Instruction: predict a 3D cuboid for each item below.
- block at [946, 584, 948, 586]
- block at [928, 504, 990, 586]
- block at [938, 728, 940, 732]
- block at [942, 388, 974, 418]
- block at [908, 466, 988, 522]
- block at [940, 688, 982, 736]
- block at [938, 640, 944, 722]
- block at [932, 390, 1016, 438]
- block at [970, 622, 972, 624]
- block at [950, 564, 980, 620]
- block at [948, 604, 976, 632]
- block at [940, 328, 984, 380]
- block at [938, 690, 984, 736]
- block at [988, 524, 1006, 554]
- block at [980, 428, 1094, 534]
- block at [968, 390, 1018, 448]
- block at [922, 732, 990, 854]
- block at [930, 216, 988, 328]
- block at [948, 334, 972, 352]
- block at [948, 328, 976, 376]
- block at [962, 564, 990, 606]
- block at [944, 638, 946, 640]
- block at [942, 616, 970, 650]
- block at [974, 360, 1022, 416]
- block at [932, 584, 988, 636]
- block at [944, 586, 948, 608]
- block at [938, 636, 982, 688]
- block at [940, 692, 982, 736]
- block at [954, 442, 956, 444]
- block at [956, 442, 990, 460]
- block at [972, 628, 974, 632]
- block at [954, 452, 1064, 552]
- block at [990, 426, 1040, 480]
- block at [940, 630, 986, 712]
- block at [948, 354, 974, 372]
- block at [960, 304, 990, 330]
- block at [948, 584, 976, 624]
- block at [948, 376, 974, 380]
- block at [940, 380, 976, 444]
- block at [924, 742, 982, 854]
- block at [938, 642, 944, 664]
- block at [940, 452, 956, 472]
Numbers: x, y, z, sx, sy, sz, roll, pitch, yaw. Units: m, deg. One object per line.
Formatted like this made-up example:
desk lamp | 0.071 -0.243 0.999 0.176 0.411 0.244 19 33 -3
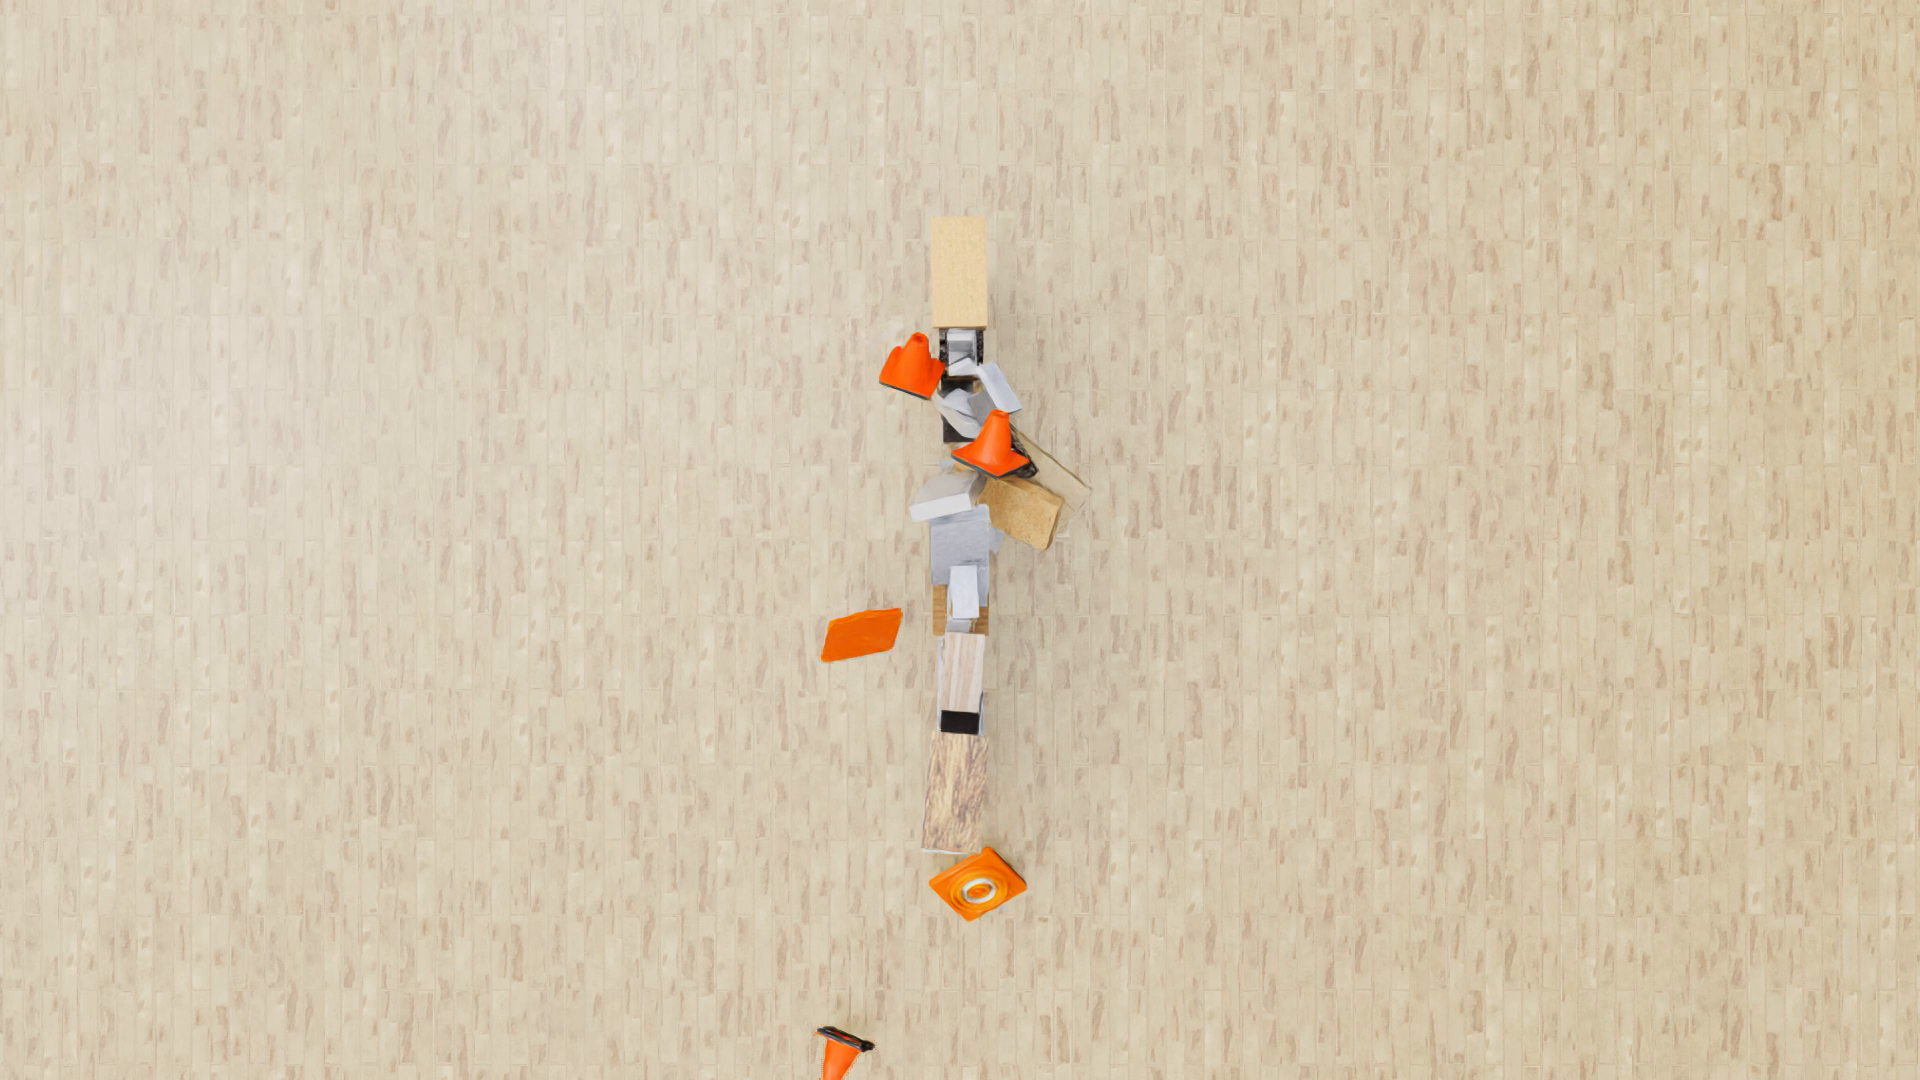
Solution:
block | 0.005 0.057 5.044 0.087 0.025 0.174 2 61 0
block | -0.003 0.019 4.777 0.167 0.426 0.047 -8 66 -4
block | -0.003 0.567 5.104 0.122 0.035 0.244 2 56 0
block | 0.016 -0.414 4.962 0.068 0.136 0.019 -39 133 -26
block | -0.030 -0.129 4.621 0.167 0.334 0.047 -13 102 11
block | 0.001 0.569 5.029 0.122 0.035 0.244 3 73 0
block | -0.004 0.440 5.128 0.122 0.035 0.262 2 63 -1
block | 0.040 -0.383 5.055 0.160 0.409 0.045 5 107 -15
block | -0.006 0.281 4.910 0.068 0.137 0.019 8 59 2
block | 0.013 0.152 4.790 0.077 0.022 0.154 -3 79 -3
block | 0.002 0.242 4.883 0.077 0.197 0.022 10 59 -1
block | 0.005 -0.647 5.202 0.139 0.039 0.278 0 90 0
block | 0.002 0.623 5.208 0.145 0.041 0.291 1 91 0
block | 0.107 -0.023 5.041 0.059 0.017 0.119 26 72 -6
block | 0.217 -0.181 4.846 0.320 0.045 0.160 39 105 5
block | 0.093 -0.358 4.815 0.081 0.023 0.161 -27 89 16
block | -0.012 0.706 4.611 0.161 0.046 0.322 5 75 1
block | -0.003 -0.755 4.657 0.155 0.044 0.310 -1 89 0
block | 0.002 -0.577 4.829 0.068 0.316 0.019 0 91 1
block | 0.007 -0.583 5.001 0.084 0.024 0.167 0 90 0
block | 0.045 0.134 4.875 0.077 0.022 0.154 0 130 -3
block | 0.007 0.369 4.932 0.115 0.310 0.033 2 64 0
block | -0.010 0.274 4.840 0.068 0.137 0.019 4 48 -4
block | 0.112 -0.439 4.785 0.023 0.081 0.161 -34 84 36
block | 0.002 0.121 5.129 0.174 0.049 0.348 0 93 0
block | 0.000 0.136 5.032 0.087 0.025 0.174 2 46 0
block | 0.000 0.339 5.223 0.137 0.039 0.275 0 87 0
block | 0.003 0.518 4.908 0.115 0.230 0.033 6 55 1
block | -0.004 -0.340 5.397 0.103 0.205 0.029 0 86 0
block | 0.064 -0.168 5.188 0.141 0.040 0.283 -1 90 -12
block | 0.017 0.296 5.105 0.058 0.016 0.116 -4 114 1
block | 0.131 -0.113 4.824 0.334 0.047 0.167 26 130 15
block | 0.157 -0.249 4.766 0.023 0.081 0.161 -38 98 -32
block | 0.007 0.380 4.777 0.115 0.033 0.229 5 97 0
block | 0.005 -0.528 4.908 0.068 0.136 0.019 -25 99 9
block | 0.005 -0.657 4.833 0.155 0.310 0.044 4 91 0
block | 0.007 0.166 4.956 0.087 0.025 0.174 2 62 0
block | 0.004 -0.515 5.098 0.084 0.167 0.024 0 89 0
block | -0.006 -0.414 5.275 0.103 0.029 0.205 -2 90 -5
block | -0.018 0.756 4.898 0.161 0.601 0.046 2 110 0
block | -0.022 0.352 4.977 0.068 0.159 0.019 -2 58 9
block | 0.029 -0.254 5.346 0.141 0.283 0.040 -1 87 -12
